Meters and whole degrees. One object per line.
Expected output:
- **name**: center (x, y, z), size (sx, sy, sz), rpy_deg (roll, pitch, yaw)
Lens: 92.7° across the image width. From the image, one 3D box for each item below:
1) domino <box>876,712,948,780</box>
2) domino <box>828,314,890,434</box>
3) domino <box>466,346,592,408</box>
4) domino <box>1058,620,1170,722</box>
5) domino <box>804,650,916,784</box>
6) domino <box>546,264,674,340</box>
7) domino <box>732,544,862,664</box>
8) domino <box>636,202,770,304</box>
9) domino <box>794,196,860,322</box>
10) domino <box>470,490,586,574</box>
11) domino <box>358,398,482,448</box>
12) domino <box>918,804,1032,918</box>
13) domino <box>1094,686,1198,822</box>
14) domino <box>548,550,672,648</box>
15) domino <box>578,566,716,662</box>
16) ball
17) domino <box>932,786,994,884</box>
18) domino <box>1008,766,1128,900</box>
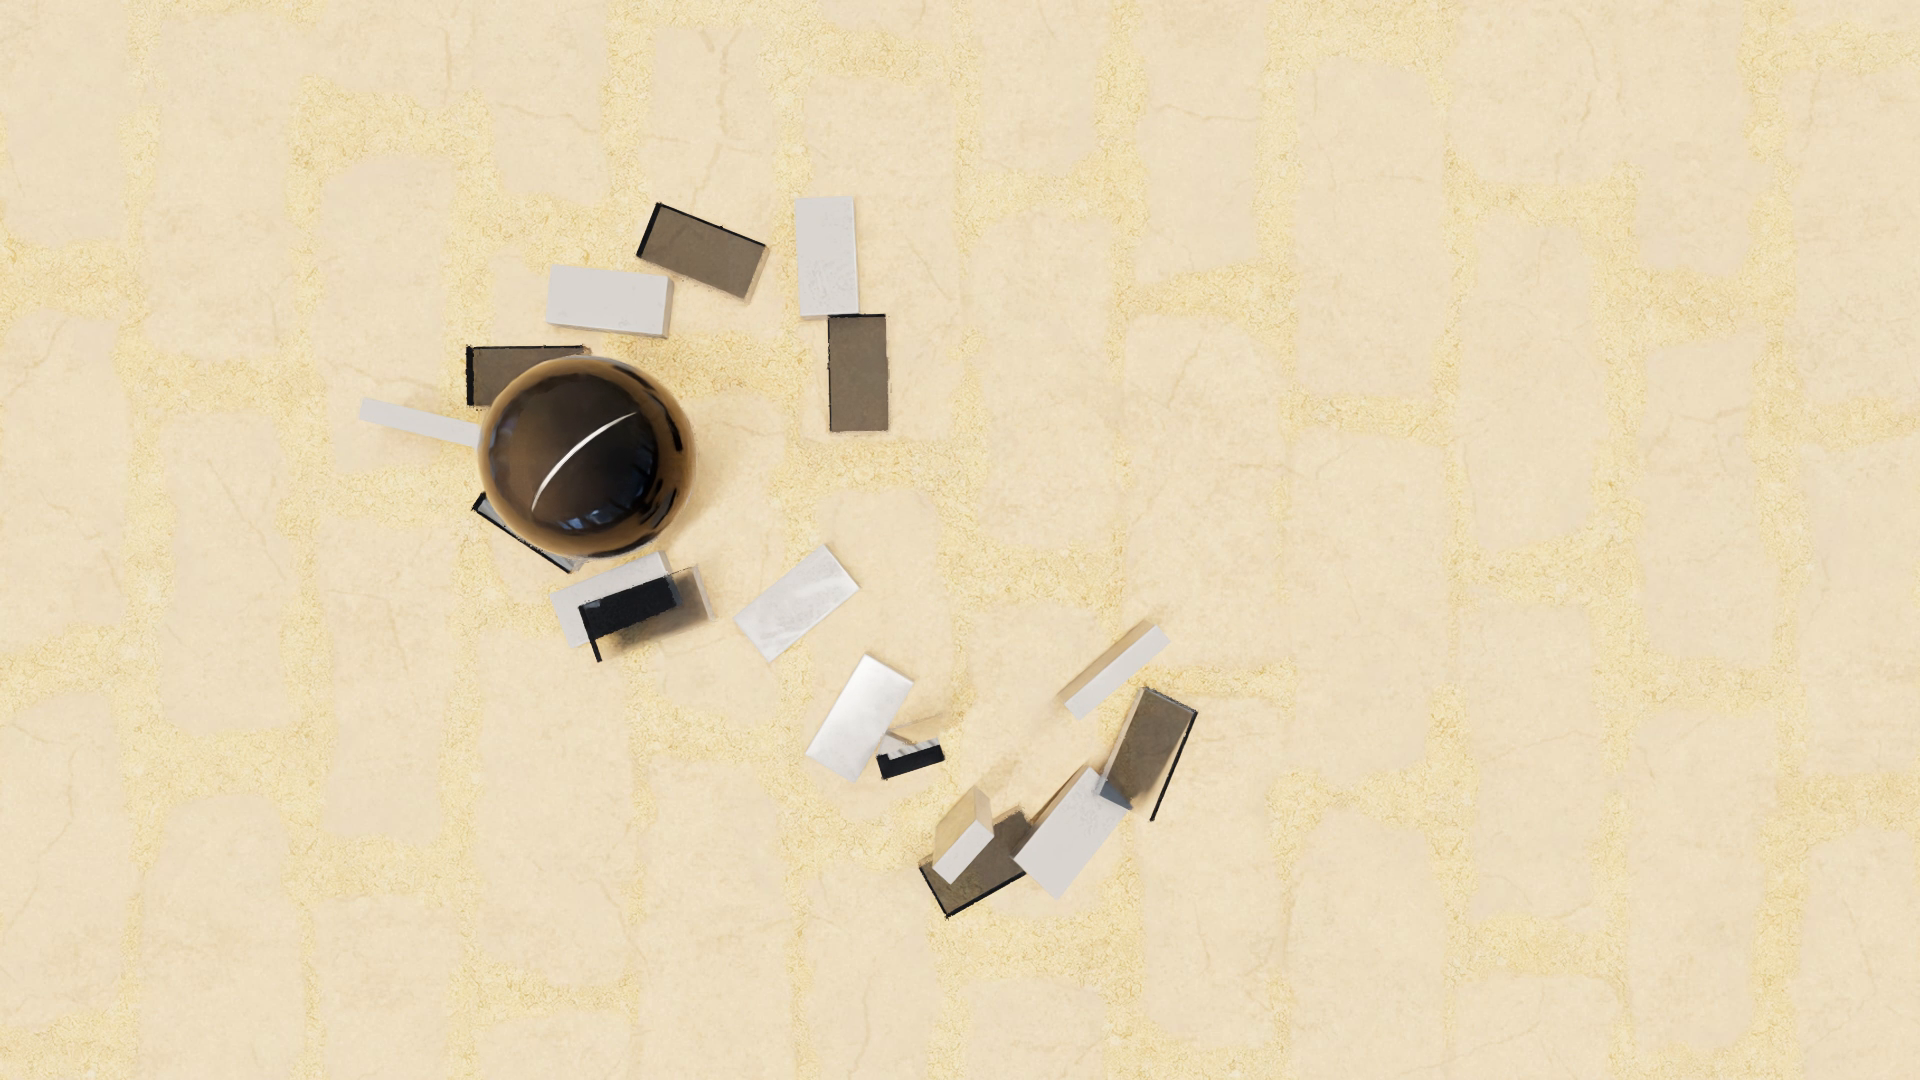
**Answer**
- **domino**: center (-0.019, 0.084, 0.375), size (0.025, 0.050, 0.010), rpy_deg (-17, 90, 0)
- **domino**: center (-0.044, -0.071, 0.395), size (0.025, 0.010, 0.050), rpy_deg (-1, 90, 0)
- **domino**: center (-0.185, -0.070, 0.395), size (0.050, 0.009, 0.025), rpy_deg (-1, 90, 0)
- **domino**: center (0.065, 0.054, 0.388), size (0.050, 0.025, 0.009), rpy_deg (-41, 90, 0)
- **domino**: center (-0.043, 0.076, 0.395), size (0.025, 0.010, 0.050), rpy_deg (31, 90, 0)
- **domino**: center (-0.151, -0.103, 0.395), size (0.050, 0.010, 0.025), rpy_deg (6, 90, 0)
- **domino**: center (-0.070, 0.027, 0.395), size (0.050, 0.009, 0.025), rpy_deg (-39, 90, 0)
- **domino**: center (-0.111, -0.124, 0.395), size (0.050, 0.009, 0.025), rpy_deg (22, 90, 0)
- **domino**: center (-0.057, -0.121, 0.395), size (0.025, 0.010, 0.050), rpy_deg (-3, 90, 0)
- **domino**: center (-0.181, -0.010, 0.395), size (0.050, 0.010, 0.025), rpy_deg (34, 90, 0)
- **domino**: center (-0.221, -0.048, 0.388), size (0.050, 0.025, 0.010), rpy_deg (14, 90, 0)
- **domino**: center (0.010, 0.138, 0.395), size (0.050, 0.009, 0.025), rpy_deg (-29, 90, 0)
- **domino**: center (0.079, 0.091, 0.390), size (0.025, 0.010, 0.050), rpy_deg (27, 77, 0)
- **domino**: center (-0.147, 0.025, 0.395), size (0.050, 0.010, 0.025), rpy_deg (-22, 90, 0)
- **domino**: center (-0.131, 0.031, 0.386), size (0.050, 0.010, 0.025), rpy_deg (-19, 90, 0)
- **ball**: center (-0.145, -0.032, 0.360), size (0.080, 0.080, 0.080), rpy_deg (0, 90, 0)
- **domino**: center (0.001, 0.119, 0.375), size (0.010, 0.050, 0.025), rpy_deg (42, 90, 0)
- **domino**: center (0.047, 0.123, 0.389), size (0.025, 0.009, 0.050), rpy_deg (44, 75, -1)
